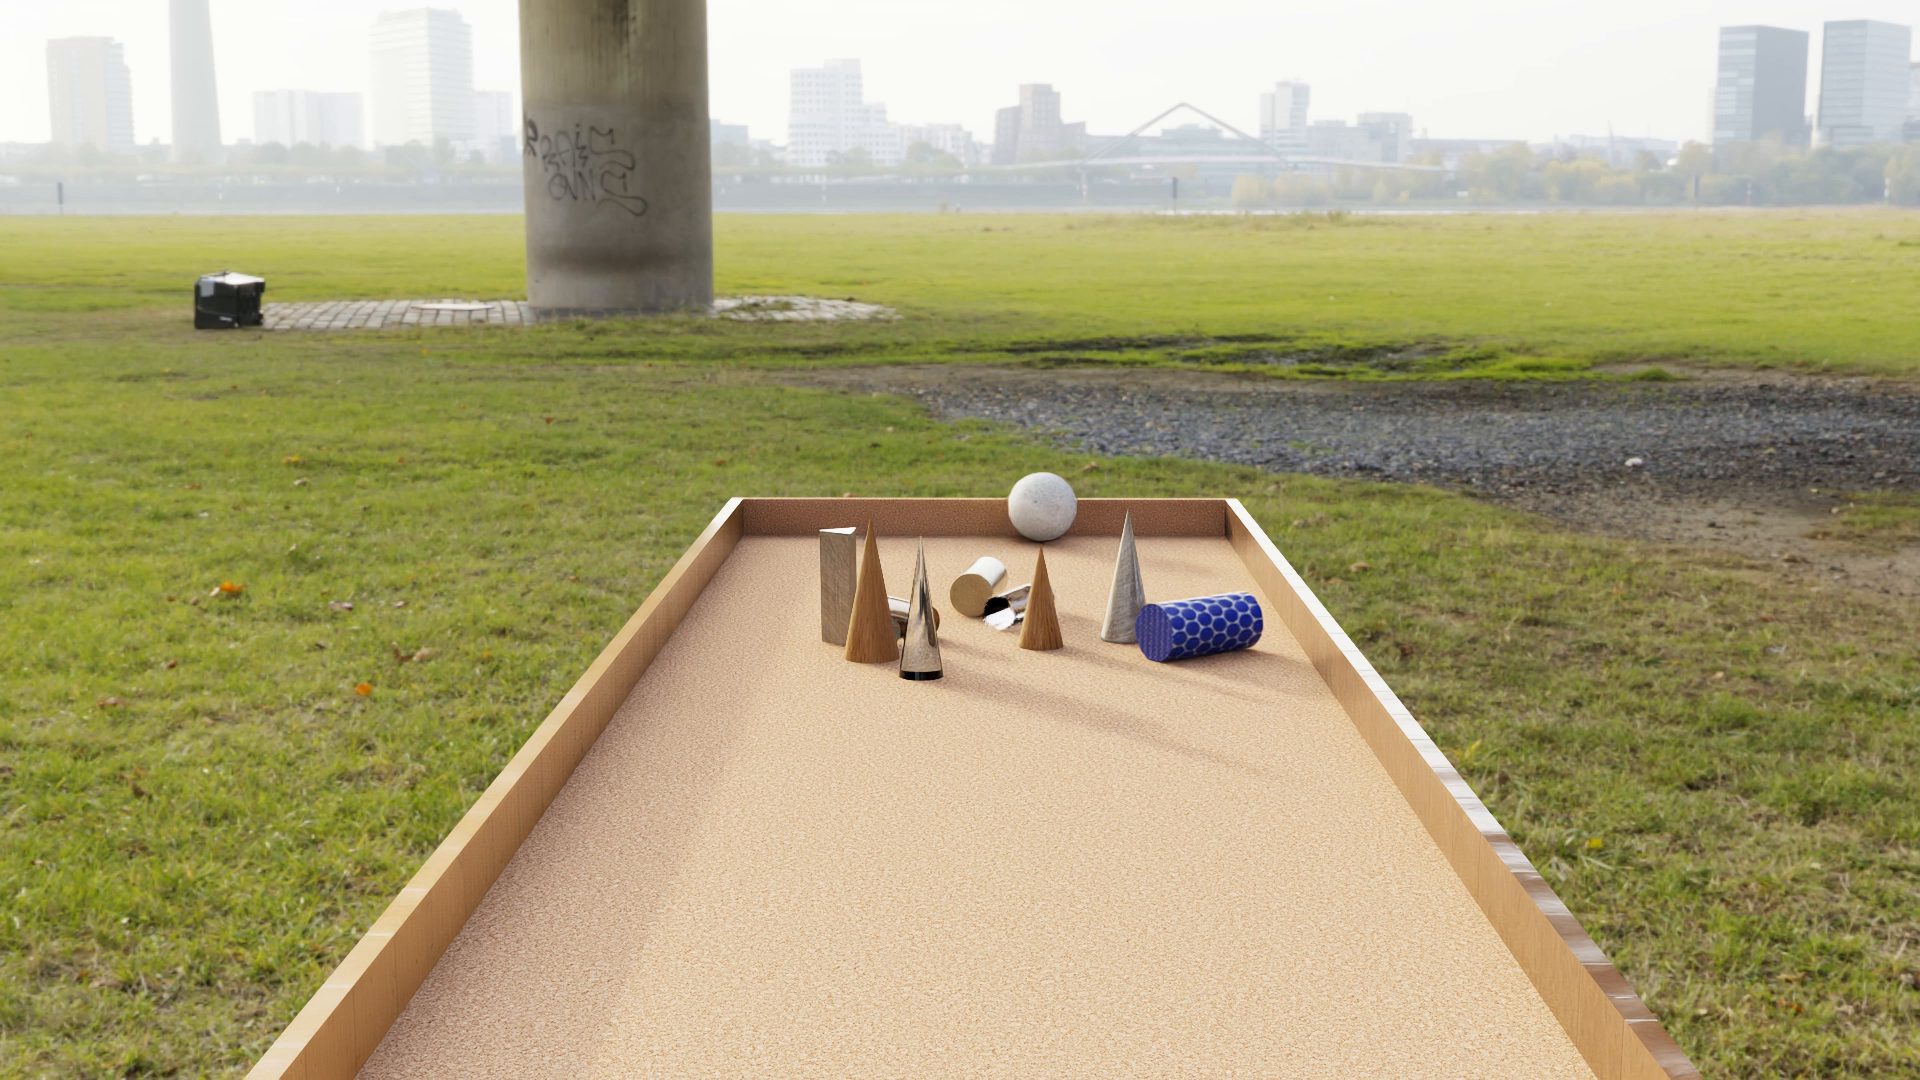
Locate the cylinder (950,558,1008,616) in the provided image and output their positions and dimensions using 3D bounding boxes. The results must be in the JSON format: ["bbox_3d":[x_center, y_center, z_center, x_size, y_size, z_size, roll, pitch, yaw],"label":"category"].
[{"bbox_3d":[0.067,0.159,7.539,0.147,0.147,0.346,2,9,10],"label":"cylinder"}]

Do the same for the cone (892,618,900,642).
[{"bbox_3d":[-0.312,0.284,7.058,0.100,0.100,0.399,-4,3,-23],"label":"cone"}]

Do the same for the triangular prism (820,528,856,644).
[{"bbox_3d":[-0.361,0.144,6.955,0.121,0.357,0.105,6,12,35],"label":"triangular prism"}]

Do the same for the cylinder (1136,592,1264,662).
[{"bbox_3d":[0.738,0.264,6.771,0.365,0.179,0.179,-6,11,-35],"label":"cylinder"}]

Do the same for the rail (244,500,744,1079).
[{"bbox_3d":[-1.004,0.839,3.234,0.050,0.150,12.000,0,9,1],"label":"rail"}]

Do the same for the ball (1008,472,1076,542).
[{"bbox_3d":[0.334,-0.136,8.970,0.281,0.281,0.281,0,9,0],"label":"ball"}]

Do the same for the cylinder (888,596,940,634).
[{"bbox_3d":[-0.239,0.237,7.160,0.111,0.111,0.422,-7,11,-38],"label":"cylinder"}]

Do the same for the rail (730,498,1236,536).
[{"bbox_3d":[0.099,-0.098,9.147,2.100,0.150,0.050,0,9,1],"label":"rail"}]

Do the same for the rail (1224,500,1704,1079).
[{"bbox_3d":[1.046,0.843,3.208,0.050,0.150,12.000,0,9,1],"label":"rail"}]

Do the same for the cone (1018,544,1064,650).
[{"bbox_3d":[0.253,0.172,6.887,0.145,0.325,0.145,0,9,0],"label":"cone"}]

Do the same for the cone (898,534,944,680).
[{"bbox_3d":[-0.115,0.190,6.450,0.134,0.426,0.134,0,9,0],"label":"cone"}]

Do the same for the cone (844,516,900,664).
[{"bbox_3d":[-0.271,0.141,6.706,0.173,0.442,0.173,0,9,0],"label":"cone"}]

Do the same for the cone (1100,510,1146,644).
[{"bbox_3d":[0.532,0.106,6.981,0.169,0.426,0.169,0,9,0],"label":"cone"}]

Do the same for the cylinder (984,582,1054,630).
[{"bbox_3d":[0.198,0.215,7.303,0.110,0.110,0.321,4,10,25],"label":"cylinder"}]
